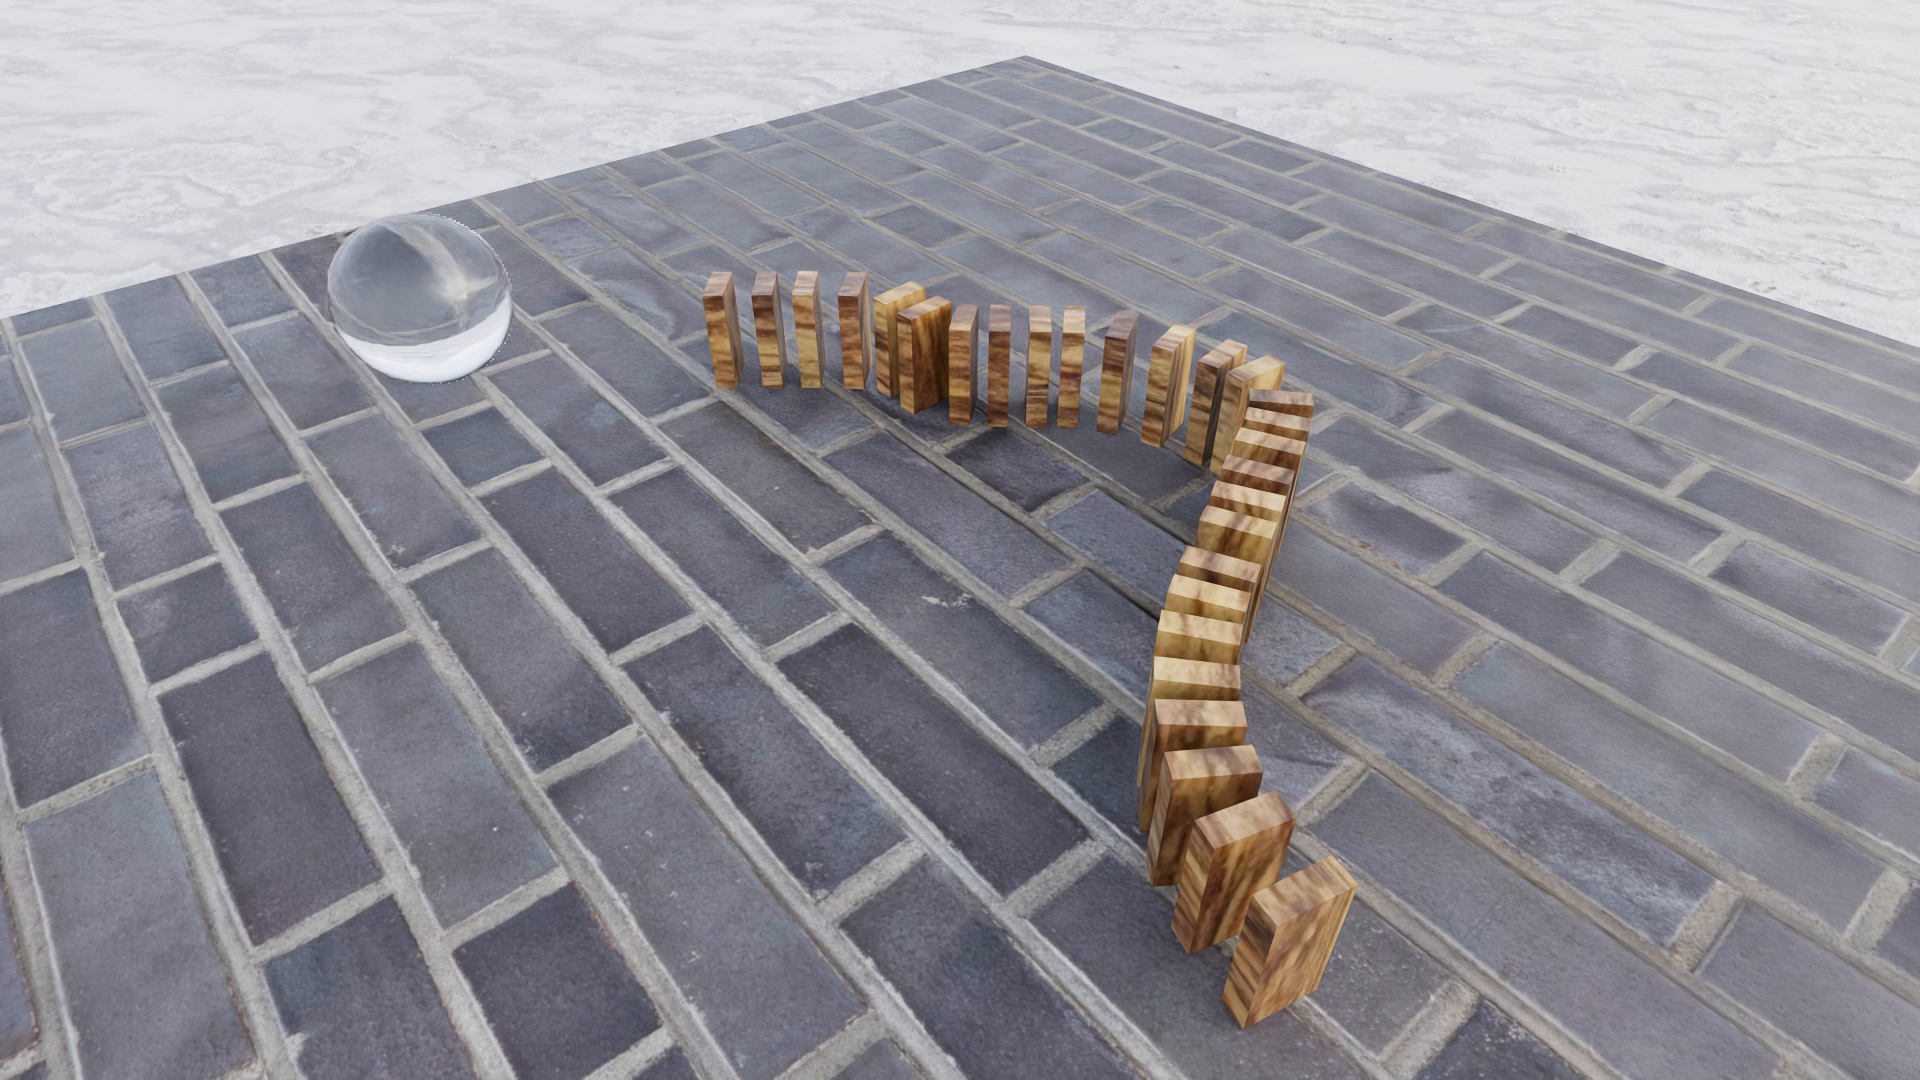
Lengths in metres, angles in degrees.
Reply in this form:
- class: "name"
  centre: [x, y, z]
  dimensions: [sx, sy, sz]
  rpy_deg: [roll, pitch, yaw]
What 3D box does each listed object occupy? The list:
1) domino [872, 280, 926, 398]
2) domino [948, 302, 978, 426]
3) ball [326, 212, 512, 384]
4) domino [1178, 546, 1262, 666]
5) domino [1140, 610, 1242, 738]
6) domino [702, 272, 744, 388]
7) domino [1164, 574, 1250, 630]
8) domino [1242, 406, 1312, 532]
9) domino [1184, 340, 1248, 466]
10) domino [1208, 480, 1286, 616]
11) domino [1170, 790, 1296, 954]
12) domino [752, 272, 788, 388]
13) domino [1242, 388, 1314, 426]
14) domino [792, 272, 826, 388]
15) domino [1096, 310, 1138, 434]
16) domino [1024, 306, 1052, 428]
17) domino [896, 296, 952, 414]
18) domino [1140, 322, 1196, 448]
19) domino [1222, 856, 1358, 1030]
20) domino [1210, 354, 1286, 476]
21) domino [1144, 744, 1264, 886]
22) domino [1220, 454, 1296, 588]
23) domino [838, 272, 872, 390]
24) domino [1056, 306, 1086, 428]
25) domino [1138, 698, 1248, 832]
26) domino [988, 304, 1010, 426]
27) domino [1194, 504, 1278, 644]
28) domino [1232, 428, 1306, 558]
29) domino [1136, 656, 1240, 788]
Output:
- class: "domino"
  centre: [-0.028, -0.096, 0.529]
  dimensions: [0.010, 0.050, 0.025]
  rpy_deg: [32, 49, 33]
- class: "domino"
  centre: [0.002, -0.081, 0.511]
  dimensions: [0.009, 0.050, 0.025]
  rpy_deg: [6, 40, 7]
- class: "ball"
  centre: [-0.259, -0.116, 0.529]
  dimensions: [0.080, 0.080, 0.080]
  rpy_deg: [0, 39, 0]
- class: "domino"
  centre: [0.086, 0.027, 0.378]
  dimensions: [0.025, 0.050, 0.010]
  rpy_deg: [16, 42, 19]
- class: "domino"
  centre: [0.074, 0.046, 0.355]
  dimensions: [0.025, 0.050, 0.009]
  rpy_deg: [10, 40, 12]
- class: "domino"
  centre: [-0.115, -0.102, 0.536]
  dimensions: [0.010, 0.050, 0.025]
  rpy_deg: [1, 39, 1]
- class: "domino"
  centre: [0.080, 0.036, 0.367]
  dimensions: [0.025, 0.050, 0.009]
  rpy_deg: [14, 41, 17]
- class: "domino"
  centre: [0.124, -0.028, 0.446]
  dimensions: [0.025, 0.050, 0.009]
  rpy_deg: [14, 41, 16]
- class: "domino"
  centre: [0.112, -0.060, 0.485]
  dimensions: [0.009, 0.050, 0.025]
  rpy_deg: [28, 47, 30]
- class: "domino"
  centre: [0.103, 0.004, 0.407]
  dimensions: [0.025, 0.050, 0.009]
  rpy_deg: [15, 42, 17]
- class: "domino"
  centre: [0.074, 0.091, 0.300]
  dimensions: [0.025, 0.050, 0.009]
  rpy_deg: [-15, 42, -17]
- class: "domino"
  centre: [-0.093, -0.102, 0.536]
  dimensions: [0.009, 0.050, 0.025]
  rpy_deg: [-1, 39, -1]
- class: "domino"
  centre: [0.129, -0.038, 0.458]
  dimensions: [0.025, 0.050, 0.009]
  rpy_deg: [6, 40, 7]
- class: "domino"
  centre: [-0.073, -0.102, 0.537]
  dimensions: [0.010, 0.050, 0.025]
  rpy_deg: [0, 39, 0]
- class: "domino"
  centre: [0.072, -0.076, 0.505]
  dimensions: [0.010, 0.050, 0.025]
  rpy_deg: [13, 41, 15]
- class: "domino"
  centre: [0.036, -0.080, 0.509]
  dimensions: [0.010, 0.050, 0.025]
  rpy_deg: [1, 39, 1]
- class: "domino"
  centre: [-0.016, -0.087, 0.517]
  dimensions: [0.025, 0.050, 0.010]
  rpy_deg: [-32, 49, -33]
- class: "domino"
  centre: [0.094, -0.070, 0.496]
  dimensions: [0.010, 0.050, 0.025]
  rpy_deg: [23, 44, 25]
- class: "domino"
  centre: [0.084, 0.105, 0.284]
  dimensions: [0.025, 0.050, 0.009]
  rpy_deg: [-18, 43, -20]
- class: "domino"
  centre: [0.124, -0.053, 0.476]
  dimensions: [0.025, 0.050, 0.010]
  rpy_deg: [-24, 45, -26]
- class: "domino"
  centre: [0.069, 0.080, 0.314]
  dimensions: [0.025, 0.050, 0.009]
  rpy_deg: [-4, 39, -5]
- class: "domino"
  centre: [0.109, -0.007, 0.420]
  dimensions: [0.025, 0.050, 0.010]
  rpy_deg: [16, 42, 19]
- class: "domino"
  centre: [-0.051, -0.102, 0.536]
  dimensions: [0.010, 0.050, 0.025]
  rpy_deg: [4, 39, 5]
- class: "domino"
  centre: [0.051, -0.080, 0.509]
  dimensions: [0.010, 0.050, 0.025]
  rpy_deg: [4, 39, 4]
- class: "domino"
  centre: [0.068, 0.068, 0.328]
  dimensions: [0.025, 0.050, 0.009]
  rpy_deg: [1, 39, 2]
- class: "domino"
  centre: [0.018, -0.080, 0.510]
  dimensions: [0.010, 0.050, 0.025]
  rpy_deg: [2, 39, 2]
- class: "domino"
  centre: [0.096, 0.013, 0.396]
  dimensions: [0.025, 0.050, 0.010]
  rpy_deg: [16, 42, 19]
- class: "domino"
  centre: [0.118, -0.018, 0.434]
  dimensions: [0.025, 0.050, 0.010]
  rpy_deg: [16, 42, 19]
- class: "domino"
  centre: [0.070, 0.058, 0.340]
  dimensions: [0.025, 0.050, 0.009]
  rpy_deg: [6, 40, 7]
